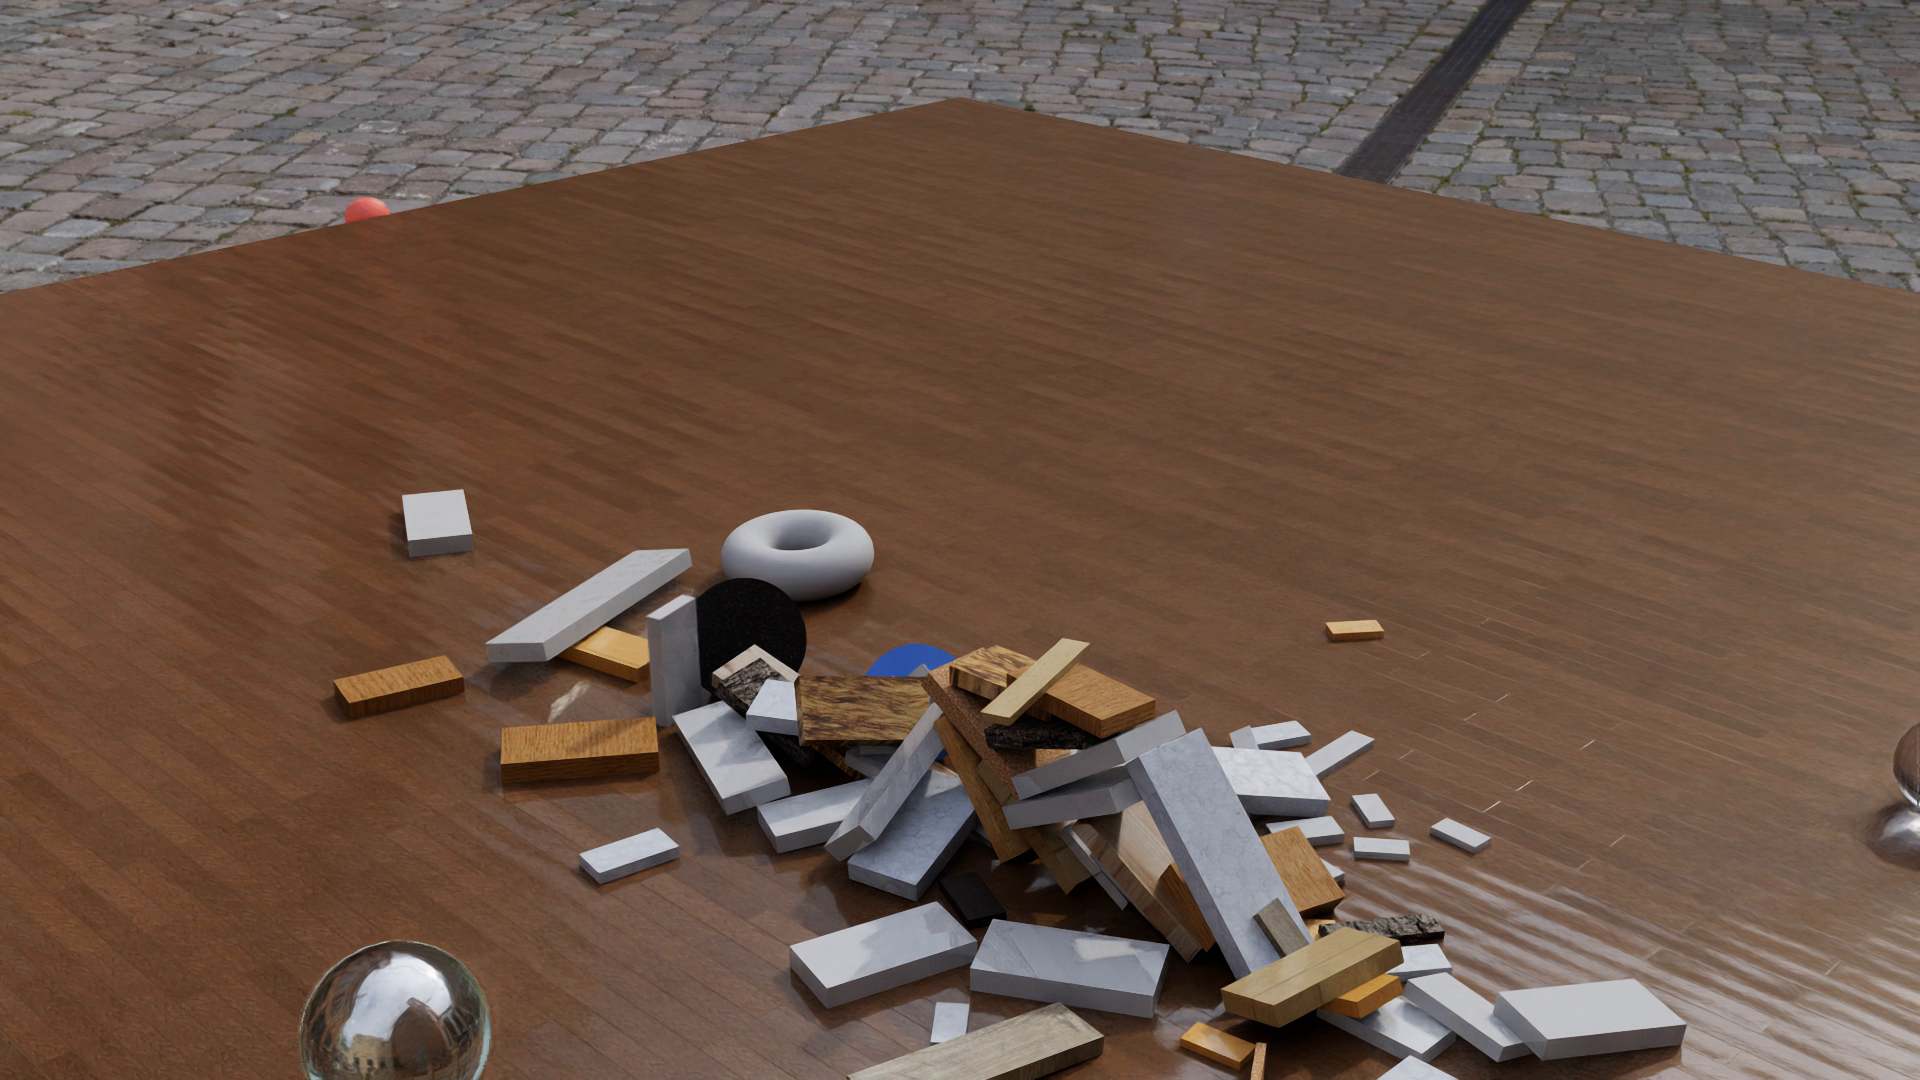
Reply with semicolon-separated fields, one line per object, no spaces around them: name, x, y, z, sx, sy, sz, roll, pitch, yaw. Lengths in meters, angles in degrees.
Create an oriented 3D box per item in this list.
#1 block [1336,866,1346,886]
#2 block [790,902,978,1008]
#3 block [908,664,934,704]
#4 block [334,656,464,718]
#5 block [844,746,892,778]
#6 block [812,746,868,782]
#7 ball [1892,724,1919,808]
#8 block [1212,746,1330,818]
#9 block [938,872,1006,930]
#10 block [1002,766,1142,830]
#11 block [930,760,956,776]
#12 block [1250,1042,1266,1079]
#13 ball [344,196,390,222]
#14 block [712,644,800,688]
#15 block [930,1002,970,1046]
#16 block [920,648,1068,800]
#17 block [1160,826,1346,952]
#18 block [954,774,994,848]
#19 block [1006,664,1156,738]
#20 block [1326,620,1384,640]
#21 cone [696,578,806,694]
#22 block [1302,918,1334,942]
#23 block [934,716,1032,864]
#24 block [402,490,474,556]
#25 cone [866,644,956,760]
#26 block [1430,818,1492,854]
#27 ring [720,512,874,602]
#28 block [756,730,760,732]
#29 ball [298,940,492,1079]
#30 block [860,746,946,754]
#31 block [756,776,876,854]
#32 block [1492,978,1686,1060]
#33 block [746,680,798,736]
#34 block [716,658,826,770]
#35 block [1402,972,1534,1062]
block;0.686;0.646;4.220;0.095;0.014;0.048;-2;23;-4
block;-0.137;0.743;3.954;0.302;0.043;0.151;-12;26;-27
block;-0.117;0.349;4.644;0.173;0.086;0.024;-39;-11;6
block;-1.260;0.328;4.941;0.258;0.037;0.129;-13;26;-27
block;-0.122;0.475;4.539;0.211;0.030;0.105;27;32;22
block;-0.248;0.424;4.618;0.211;0.030;0.105;35;35;16
ball;1.987;0.456;4.430;0.199;0.199;0.199;0;23;0
block;0.567;0.486;4.439;0.325;0.046;0.162;6;29;-20
block;0.023;0.678;4.136;0.076;0.022;0.152;-9;24;-20
block;0.239;0.471;4.080;0.162;0.046;0.323;-22;2;-37
block;-0.047;0.494;4.484;0.167;0.024;0.084;29;33;25
block;0.487;0.883;3.604;0.017;0.059;0.118;5;23;11
ball;-2.509;-1.359;9.317;0.190;0.190;0.190;0;23;0
block;-0.398;0.338;4.803;0.267;0.038;0.134;31;44;26
block;-0.017;0.835;3.773;0.058;0.016;0.115;2;23;4
block;0.078;0.356;4.286;0.152;0.043;0.304;-22;62;-40
block;0.541;0.640;4.052;0.327;0.046;0.163;-10;55;-36
block;0.031;0.537;4.382;0.167;0.024;0.084;33;61;32
block;0.223;0.288;4.081;0.133;0.038;0.265;-17;26;-36
block;0.939;0.214;5.233;0.124;0.018;0.062;-3;23;-7
cone;-0.499;0.232;5.054;0.278;0.278;0.278;-3;-3;-7
block;0.657;0.732;4.015;0.058;0.017;0.117;2;23;6
block;0.080;0.464;4.326;0.152;0.304;0.043;-21;-8;-40
block;-1.382;-0.047;5.813;0.162;0.046;0.324;-6;24;-14
cone;-0.066;0.356;4.775;0.254;0.254;0.254;5;-3;12
block;0.993;0.586;4.360;0.053;0.015;0.106;-20;30;-38
ring;-0.407;0.038;5.509;0.385;0.128;0.385;-1;24;1
block;-0.448;0.395;4.808;0.124;0.018;0.062;6;24;13
ball;-0.900;0.791;3.513;0.299;0.299;0.299;0;23;0
block;-0.104;0.400;4.572;0.211;0.030;0.105;-2;30;-3
block;-0.255;0.546;4.397;0.274;0.039;0.137;-12;24;-17
block;1.070;0.813;3.738;0.288;0.041;0.144;0;21;-23
block;-0.297;0.358;4.583;0.267;0.038;0.134;6;31;13
block;-0.376;0.368;4.683;0.267;0.038;0.134;37;39;19
block;0.872;0.812;3.752;0.107;0.030;0.213;0;22;-41
